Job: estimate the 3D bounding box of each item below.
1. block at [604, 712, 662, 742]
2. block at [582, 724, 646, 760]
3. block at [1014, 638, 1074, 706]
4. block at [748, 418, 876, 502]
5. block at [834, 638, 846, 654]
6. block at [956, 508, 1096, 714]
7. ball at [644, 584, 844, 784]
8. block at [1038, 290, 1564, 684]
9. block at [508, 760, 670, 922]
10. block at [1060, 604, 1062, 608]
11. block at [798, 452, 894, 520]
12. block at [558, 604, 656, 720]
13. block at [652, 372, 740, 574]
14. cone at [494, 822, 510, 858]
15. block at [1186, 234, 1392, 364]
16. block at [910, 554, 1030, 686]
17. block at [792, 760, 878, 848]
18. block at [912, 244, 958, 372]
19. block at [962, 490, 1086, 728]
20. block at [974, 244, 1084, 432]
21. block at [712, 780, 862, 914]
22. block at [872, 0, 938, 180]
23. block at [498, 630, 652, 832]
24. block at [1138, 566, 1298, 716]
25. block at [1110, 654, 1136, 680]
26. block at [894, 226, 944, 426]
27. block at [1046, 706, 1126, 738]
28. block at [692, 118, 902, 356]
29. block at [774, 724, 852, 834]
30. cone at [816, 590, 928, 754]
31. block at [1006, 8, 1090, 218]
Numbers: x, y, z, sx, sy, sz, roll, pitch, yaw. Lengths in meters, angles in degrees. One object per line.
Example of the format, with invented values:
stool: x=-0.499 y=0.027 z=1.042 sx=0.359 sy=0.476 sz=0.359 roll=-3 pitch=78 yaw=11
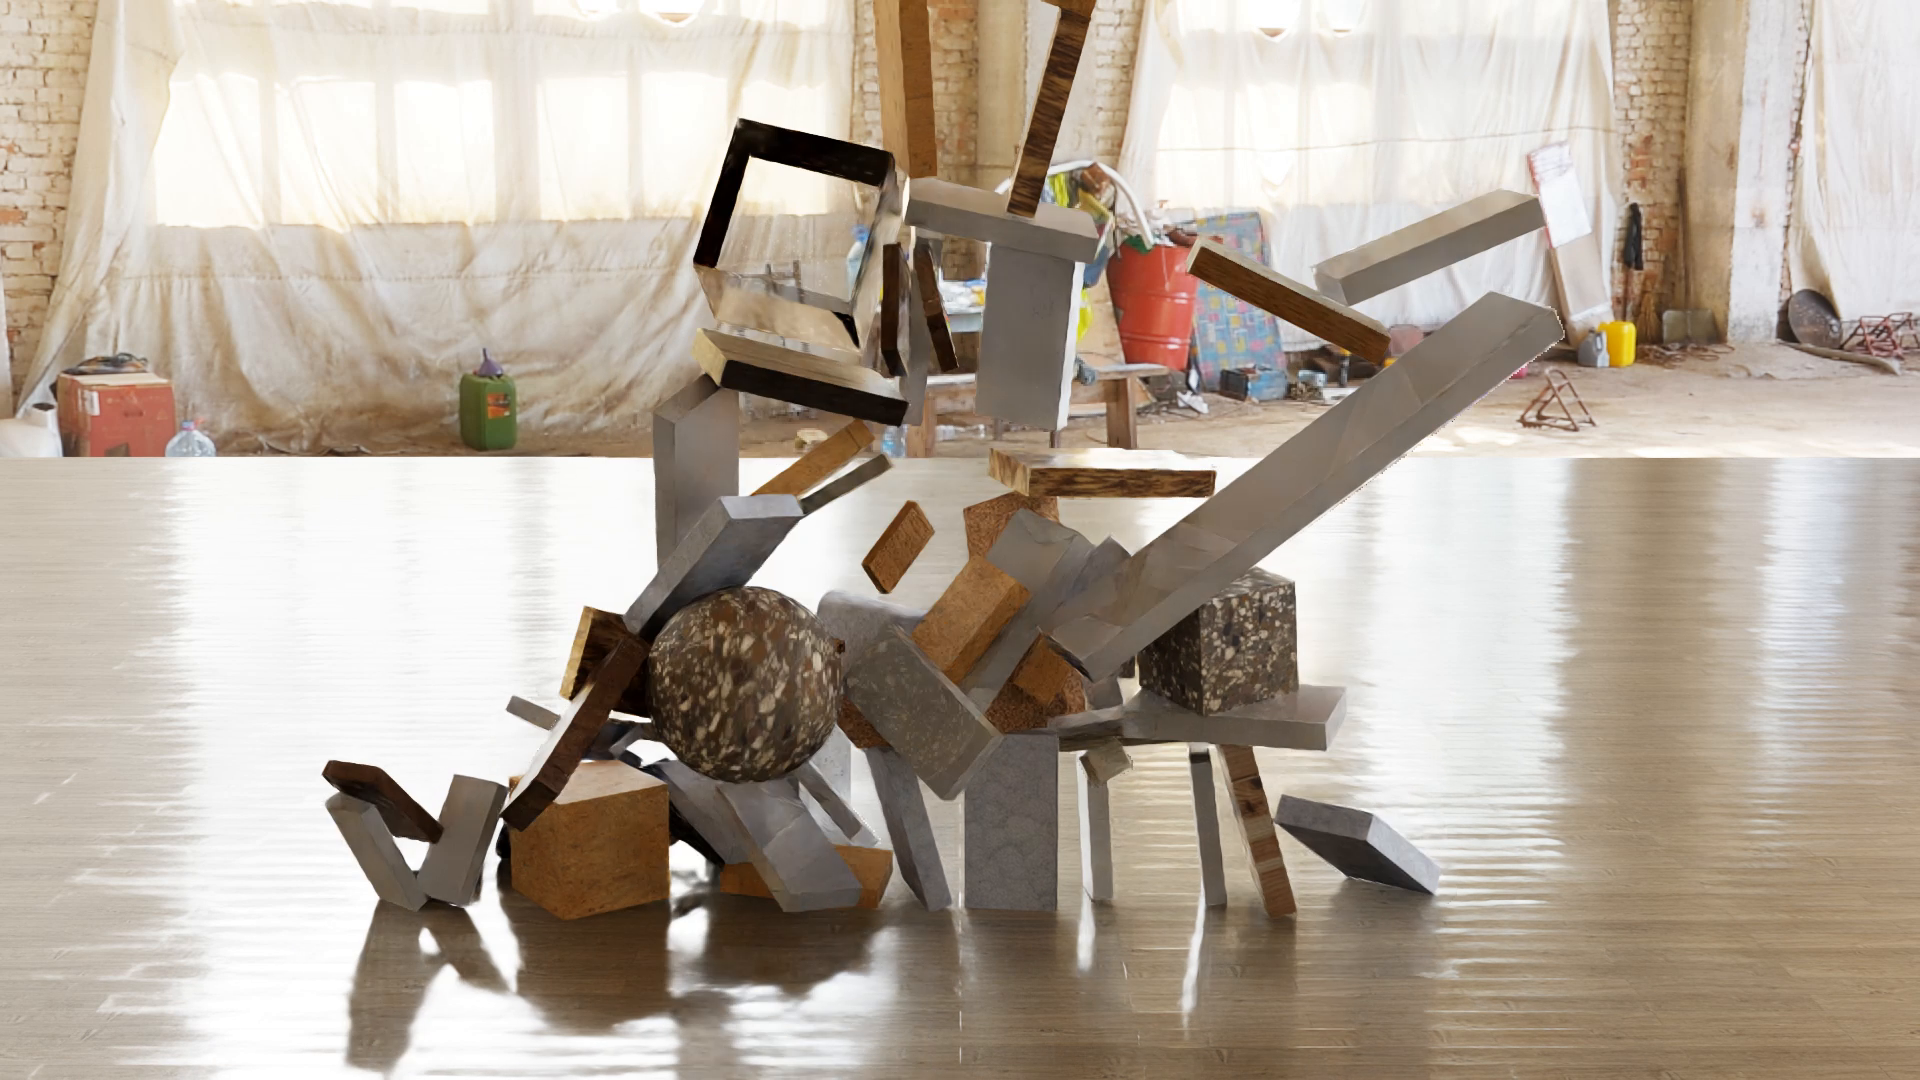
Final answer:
block: x=-0.506 y=0.332 z=3.892 sx=0.262 sy=0.032 sz=0.114 roll=4 pitch=6 yaw=23
block: x=-0.532 y=0.301 z=3.277 sx=0.130 sy=0.018 sz=0.065 roll=-6 pitch=28 yaw=48
block: x=0.153 y=0.195 z=3.577 sx=0.067 sy=0.135 sz=0.019 roll=34 pitch=8 yaw=10
block: x=-0.282 y=-0.073 z=3.458 sx=0.306 sy=0.043 sz=0.153 roll=-37 pitch=1 yaw=-27
block: x=-0.298 y=0.154 z=3.571 sx=0.217 sy=0.018 sz=0.065 roll=15 pitch=21 yaw=19
block: x=0.063 y=0.117 z=3.533 sx=0.048 sy=0.338 sz=0.169 roll=39 pitch=-9 yaw=-35
ball: x=-0.322 y=0.215 z=3.288 sx=0.297 sy=0.297 sz=0.297 roll=0 pitch=11 yaw=0
block: x=0.535 y=-0.094 z=3.457 sx=0.932 sy=0.047 sz=0.167 roll=-36 pitch=27 yaw=-8
block: x=-0.617 y=0.493 z=3.656 sx=0.195 sy=0.195 sz=0.195 roll=-8 pitch=13 yaw=-35
block: x=0.211 y=0.098 z=3.656 sx=0.019 sy=0.068 sz=0.135 roll=-2 pitch=-5 yaw=35
block: x=-0.193 y=-0.082 z=3.499 sx=0.184 sy=0.026 sz=0.092 roll=-29 pitch=1 yaw=3
block: x=-0.439 y=0.217 z=3.464 sx=0.370 sy=0.146 sz=0.041 roll=17 pitch=-3 yaw=-34
block: x=-0.427 y=0.037 z=3.591 sx=0.043 sy=0.717 sz=0.153 roll=29 pitch=47 yaw=23
cone: x=-0.650 y=0.507 z=3.834 sx=0.231 sy=0.231 sz=0.231 roll=28 pitch=14 yaw=5
block: x=0.523 y=-0.387 z=3.523 sx=0.333 sy=0.047 sz=0.167 roll=26 pitch=15 yaw=-2
block: x=-0.013 y=0.154 z=3.502 sx=0.037 sy=0.262 sz=0.131 roll=41 pitch=-4 yaw=-36
block: x=-0.234 y=0.430 z=3.757 sx=0.228 sy=0.032 sz=0.114 roll=47 pitch=-5 yaw=22
block: x=-0.039 y=-0.355 z=3.339 sx=0.026 sy=0.092 sz=0.282 roll=-15 pitch=28 yaw=3
block: x=0.108 y=0.120 z=3.717 sx=0.169 sy=0.400 sz=0.048 roll=-19 pitch=-18 yaw=39
block: x=0.118 y=-0.354 z=3.741 sx=0.156 sy=0.312 sz=0.044 roll=14 pitch=23 yaw=22
block: x=-0.285 y=0.497 z=3.601 sx=0.131 sy=0.037 sz=0.300 roll=0 pitch=30 yaw=-33
block: x=-0.089 y=-0.754 z=3.476 sx=0.046 sy=0.326 sz=0.163 roll=-11 pitch=30 yaw=-13
block: x=-0.559 y=0.277 z=3.202 sx=0.146 sy=0.041 sz=0.292 roll=-42 pitch=16 yaw=47
block: x=0.408 y=0.150 z=3.503 sx=0.183 sy=0.183 sz=0.183 roll=-12 pitch=18 yaw=-26
block: x=0.258 y=0.169 z=3.504 sx=0.014 sy=0.100 sz=0.050 roll=-6 pitch=9 yaw=-33
block: x=-0.071 y=-0.362 z=3.645 sx=0.044 sy=0.312 sz=0.156 roll=5 pitch=19 yaw=-5
block: x=0.237 y=0.292 z=3.587 sx=0.191 sy=0.014 sz=0.050 roll=-8 pitch=18 yaw=-27
block: x=-0.246 y=-0.468 z=3.416 sx=0.245 sy=0.245 sz=0.245 roll=14 pitch=-14 yaw=6
block: x=-0.334 y=0.425 z=4.009 sx=0.201 sy=0.201 sz=0.201 roll=5 pitch=12 yaw=24
cone: x=-0.051 y=0.187 z=3.715 sx=0.290 sy=0.290 sz=0.290 roll=-16 pitch=6 yaw=18
block: x=0.142 y=-0.692 z=3.505 sx=0.046 sy=0.326 sz=0.163 roll=15 pitch=24 yaw=-3
